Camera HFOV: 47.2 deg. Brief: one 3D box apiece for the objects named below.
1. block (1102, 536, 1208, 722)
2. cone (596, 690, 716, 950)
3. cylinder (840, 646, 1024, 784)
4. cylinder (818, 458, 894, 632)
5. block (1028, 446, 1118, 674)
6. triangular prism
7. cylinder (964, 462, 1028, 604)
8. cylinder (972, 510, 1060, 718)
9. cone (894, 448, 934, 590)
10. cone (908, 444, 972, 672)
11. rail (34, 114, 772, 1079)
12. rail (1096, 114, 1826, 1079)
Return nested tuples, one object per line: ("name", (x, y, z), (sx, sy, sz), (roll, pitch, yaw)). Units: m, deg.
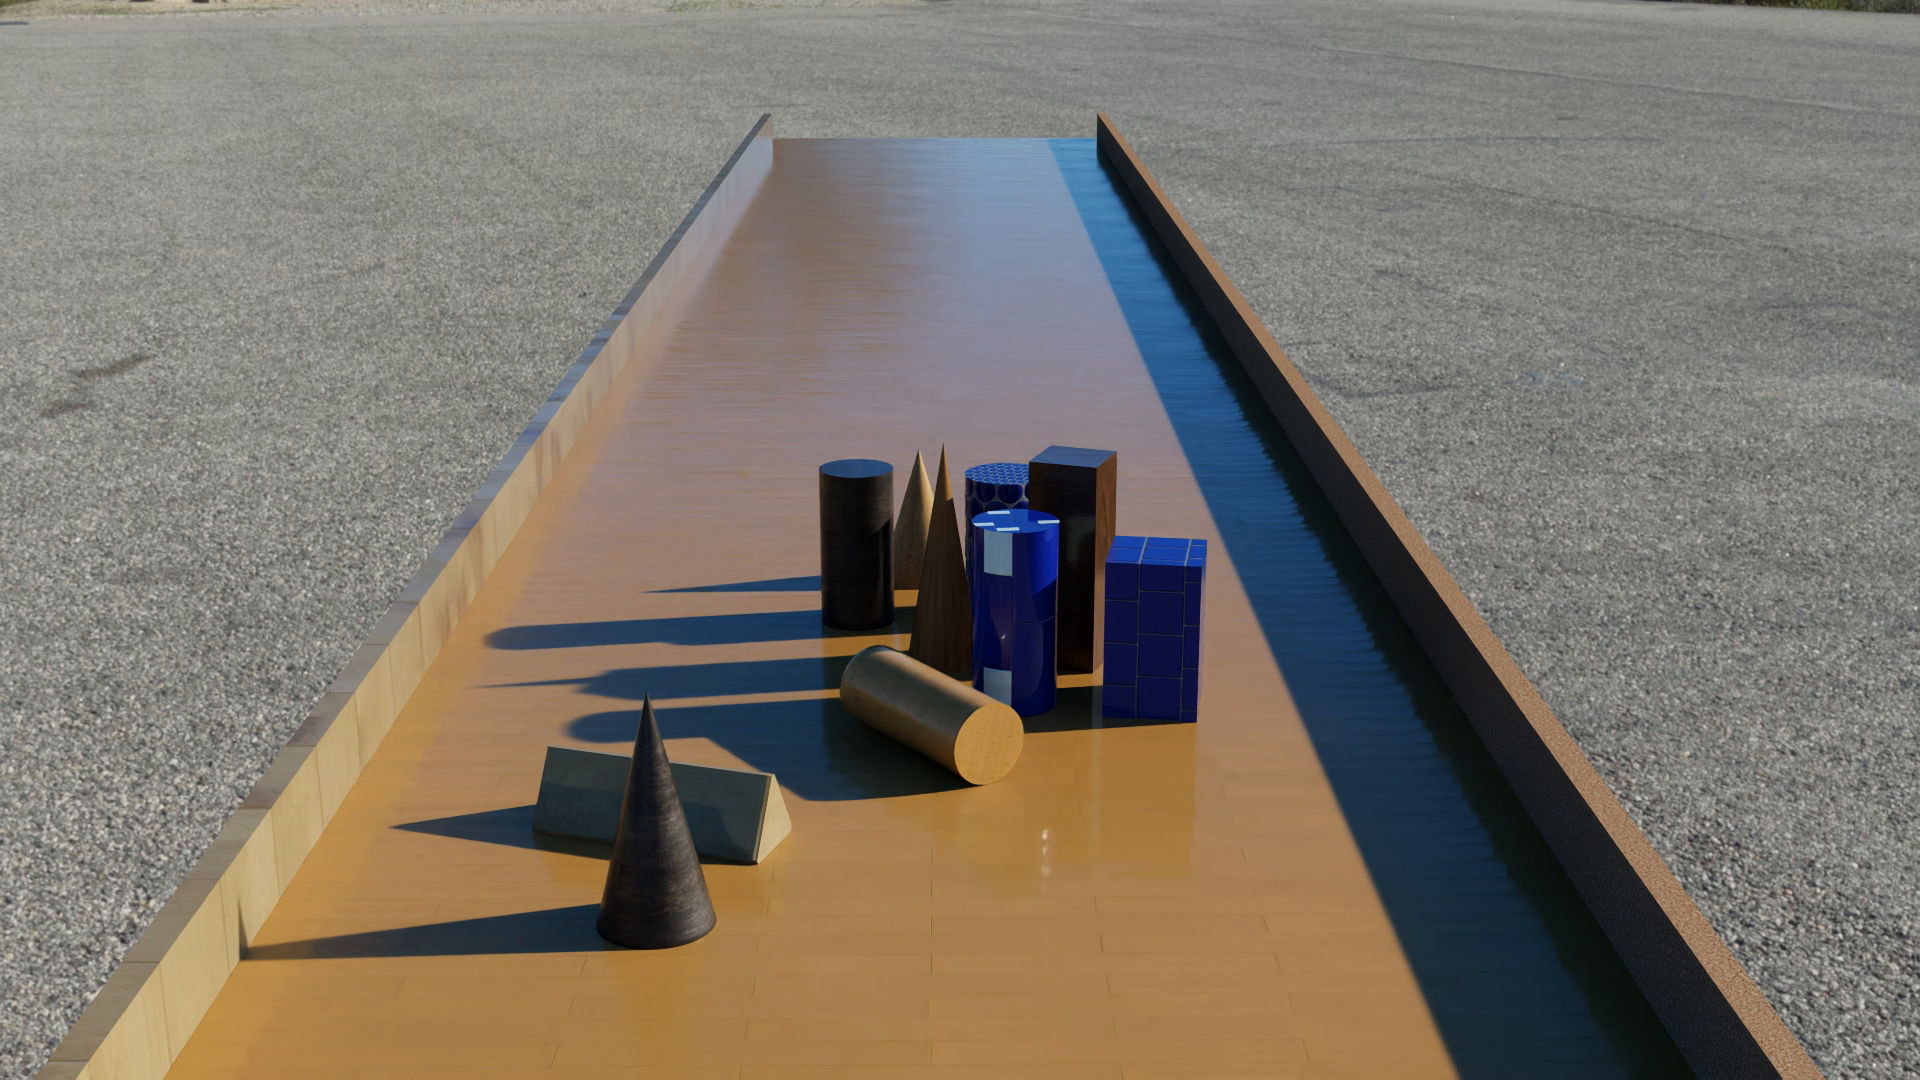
("block", (0.367, 0.165, 4.139), (0.176, 0.303, 0.176), (3, 17, 9))
("cone", (-0.455, 0.395, 3.245), (0.179, 0.373, 0.179), (0, 17, 0))
("cylinder", (-0.055, 0.308, 3.932), (0.147, 0.147, 0.369), (-11, 20, -33))
("cylinder", (-0.216, 0.009, 4.615), (0.155, 0.331, 0.155), (0, 17, 0))
("block", (0.222, 0.037, 4.365), (0.138, 0.420, 0.138), (6, 18, 20))
("triangular prism", (-0.490, 0.417, 3.598), (0.401, 0.123, 0.142), (5, 17, 18))
("cylinder", (0.099, 0.010, 4.649), (0.180, 0.311, 0.180), (0, 17, 0))
("cylinder", (0.103, 0.136, 4.138), (0.162, 0.359, 0.162), (0, 17, 0))
("cone", (-0.091, -0.059, 4.898), (0.176, 0.300, 0.176), (0, 17, 0))
("cone", (-0.032, 0.024, 4.353), (0.147, 0.451, 0.147), (0, 17, 0))
("rail", (-1.118, -0.838, 7.780), (0.050, 0.150, 12.000), (0, 17, -1))
("rail", (0.932, -0.844, 7.801), (0.050, 0.150, 12.000), (0, 17, -1))
